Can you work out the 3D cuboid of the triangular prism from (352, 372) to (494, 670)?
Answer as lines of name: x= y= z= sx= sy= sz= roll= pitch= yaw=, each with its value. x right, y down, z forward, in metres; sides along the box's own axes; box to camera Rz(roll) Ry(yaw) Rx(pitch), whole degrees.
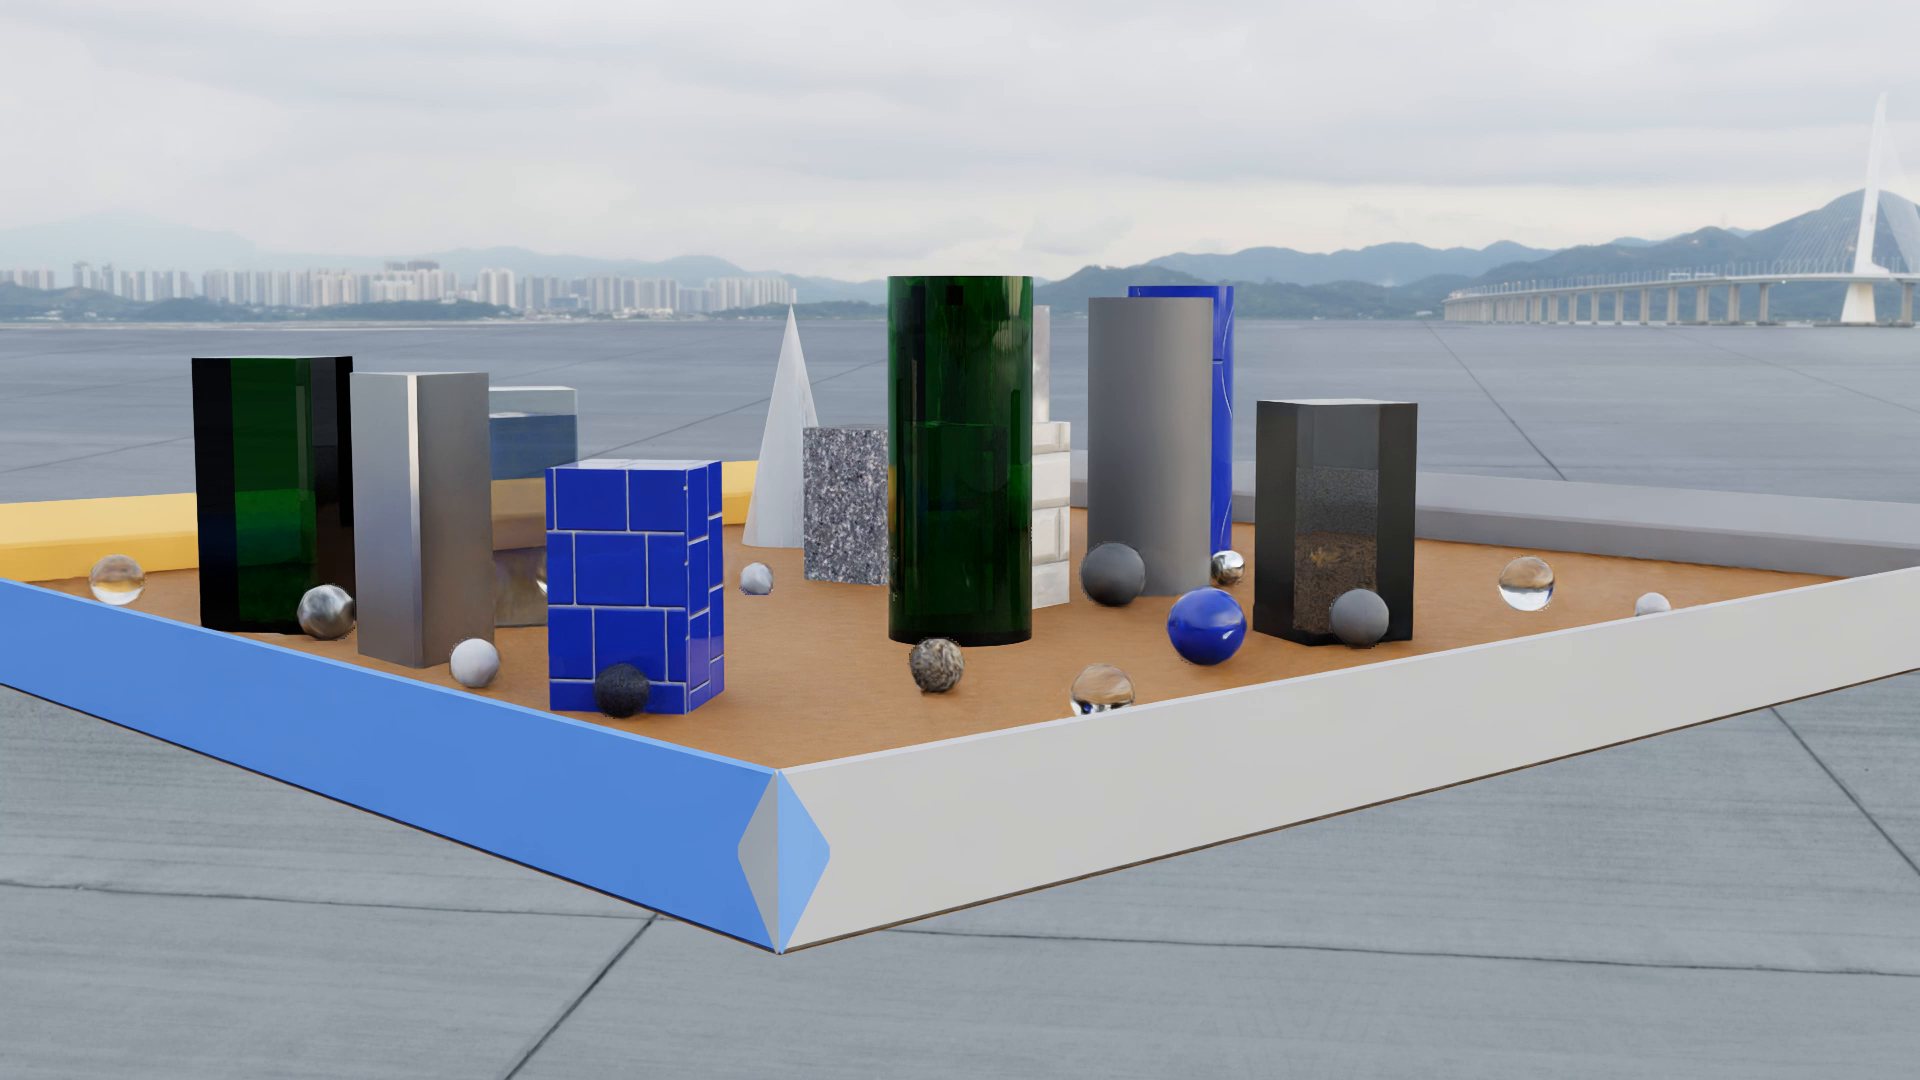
triangular prism: x=-0.672 y=-0.032 z=2.831 sx=0.148 sy=0.365 sz=0.171 roll=-5 pitch=8 yaw=-40

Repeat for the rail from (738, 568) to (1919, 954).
rail: x=0.836 y=0.127 z=2.430 sx=2.661 sy=0.128 sz=0.045 roll=-5 pitch=8 yaw=-42

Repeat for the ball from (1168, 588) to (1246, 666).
ball: x=0.310 y=0.109 z=2.764 sx=0.099 sy=0.099 sz=0.099 roll=0 pitch=6 yaw=0

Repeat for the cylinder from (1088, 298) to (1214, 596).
cylinder: x=0.302 y=-0.153 z=3.509 sx=0.197 sy=0.464 sz=0.197 roll=0 pitch=6 yaw=0

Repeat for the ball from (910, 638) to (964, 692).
ball: x=-0.027 y=0.146 z=2.568 sx=0.064 sy=0.064 sz=0.064 roll=0 pitch=6 yaw=0

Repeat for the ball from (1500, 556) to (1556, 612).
ball: x=0.842 y=0.065 z=3.262 sx=0.081 sy=0.081 sz=0.081 roll=0 pitch=6 yaw=0

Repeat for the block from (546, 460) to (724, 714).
block: x=-0.368 y=0.049 z=2.507 sx=0.158 sy=0.271 sz=0.158 roll=1 pitch=6 yaw=9

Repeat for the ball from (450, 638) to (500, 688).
ball: x=-0.574 y=0.146 z=2.603 sx=0.058 sy=0.058 sz=0.058 roll=0 pitch=6 yaw=0

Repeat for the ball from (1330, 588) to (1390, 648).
ball: x=0.527 y=0.103 z=2.900 sx=0.077 sy=0.077 sz=0.077 roll=0 pitch=6 yaw=0

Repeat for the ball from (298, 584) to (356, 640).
ball: x=-0.857 y=0.098 z=2.974 sx=0.075 sy=0.075 sz=0.075 roll=0 pitch=6 yaw=0

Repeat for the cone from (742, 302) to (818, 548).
cone: x=-0.322 y=-0.224 z=4.212 sx=0.197 sy=0.460 sz=0.197 roll=0 pitch=6 yaw=0

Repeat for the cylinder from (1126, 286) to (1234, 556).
cylinder: x=0.405 y=-0.222 z=4.057 sx=0.197 sy=0.488 sz=0.197 roll=0 pitch=6 yaw=0

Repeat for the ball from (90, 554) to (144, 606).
ball: x=-1.275 y=0.061 z=3.324 sx=0.078 sy=0.078 sz=0.078 roll=0 pitch=6 yaw=0

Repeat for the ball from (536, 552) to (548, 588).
ball: x=-0.643 y=0.047 z=3.507 sx=0.067 sy=0.067 sz=0.067 roll=0 pitch=6 yaw=0

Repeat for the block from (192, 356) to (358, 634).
block: x=-0.963 y=-0.068 z=3.105 sx=0.158 sy=0.380 sz=0.158 roll=1 pitch=6 yaw=13

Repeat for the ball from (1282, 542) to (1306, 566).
ball: x=0.584 y=0.025 z=3.845 sx=0.041 sy=0.041 sz=0.041 roll=0 pitch=6 yaw=0

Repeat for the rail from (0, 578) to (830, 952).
rail: x=-0.960 y=0.125 z=2.451 sx=0.045 sy=0.128 sz=2.514 roll=-5 pitch=8 yaw=-42

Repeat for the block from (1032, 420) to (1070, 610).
block: x=0.057 y=-0.040 z=3.336 sx=0.158 sy=0.276 sz=0.158 roll=4 pitch=7 yaw=36

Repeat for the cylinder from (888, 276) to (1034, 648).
cylinder: x=0.000 y=-0.111 z=2.988 sx=0.197 sy=0.490 sz=0.197 roll=0 pitch=6 yaw=0

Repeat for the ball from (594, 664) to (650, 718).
ball: x=-0.369 y=0.165 z=2.408 sx=0.060 sy=0.060 sz=0.060 roll=0 pitch=6 yaw=0

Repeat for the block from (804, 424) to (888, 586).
block: x=-0.149 y=-0.062 z=3.662 sx=0.158 sy=0.252 sz=0.158 roll=4 pitch=7 yaw=34

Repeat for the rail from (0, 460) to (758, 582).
rail: x=-0.836 y=-0.061 z=4.233 sx=2.661 sy=0.128 sz=0.045 roll=-5 pitch=8 yaw=-42

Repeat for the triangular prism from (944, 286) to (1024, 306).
triangular prism: x=0.080 y=-0.251 z=4.316 sx=0.171 sy=0.491 sz=0.148 roll=3 pitch=7 yaw=27

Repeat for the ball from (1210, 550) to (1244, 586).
ball: x=0.434 y=0.045 z=3.573 sx=0.058 sy=0.058 sz=0.058 roll=0 pitch=6 yaw=0

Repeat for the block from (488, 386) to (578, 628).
block: x=-0.637 y=-0.051 z=3.158 sx=0.158 sy=0.334 sz=0.158 roll=-2 pitch=6 yaw=-18

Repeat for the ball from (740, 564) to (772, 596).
ball: x=-0.319 y=0.062 z=3.445 sx=0.050 sy=0.050 sz=0.050 roll=0 pitch=6 yaw=0

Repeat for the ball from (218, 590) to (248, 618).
ball: x=-1.052 y=0.093 z=3.184 sx=0.042 sy=0.042 sz=0.042 roll=0 pitch=6 yaw=0

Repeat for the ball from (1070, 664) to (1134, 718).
ball: x=0.152 y=0.167 z=2.346 sx=0.069 sy=0.069 sz=0.069 roll=0 pitch=6 yaw=0

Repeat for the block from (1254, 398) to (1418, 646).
block: x=0.511 y=-0.029 z=3.006 sx=0.158 sy=0.321 sz=0.158 roll=-2 pitch=6 yaw=-20

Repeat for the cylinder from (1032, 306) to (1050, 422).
cylinder: x=0.061 y=-0.191 z=3.930 sx=0.197 sy=0.453 sz=0.197 roll=0 pitch=6 yaw=0

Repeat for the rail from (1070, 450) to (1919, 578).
rail: x=0.960 y=-0.059 z=4.213 sx=0.045 sy=0.128 sz=2.514 roll=-5 pitch=8 yaw=-42

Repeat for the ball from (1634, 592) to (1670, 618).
ball: x=0.974 y=0.099 z=3.092 sx=0.050 sy=0.050 sz=0.050 roll=0 pitch=6 yaw=0

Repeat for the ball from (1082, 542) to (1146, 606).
ball: x=0.232 y=0.052 z=3.315 sx=0.097 sy=0.097 sz=0.097 roll=0 pitch=6 yaw=0
